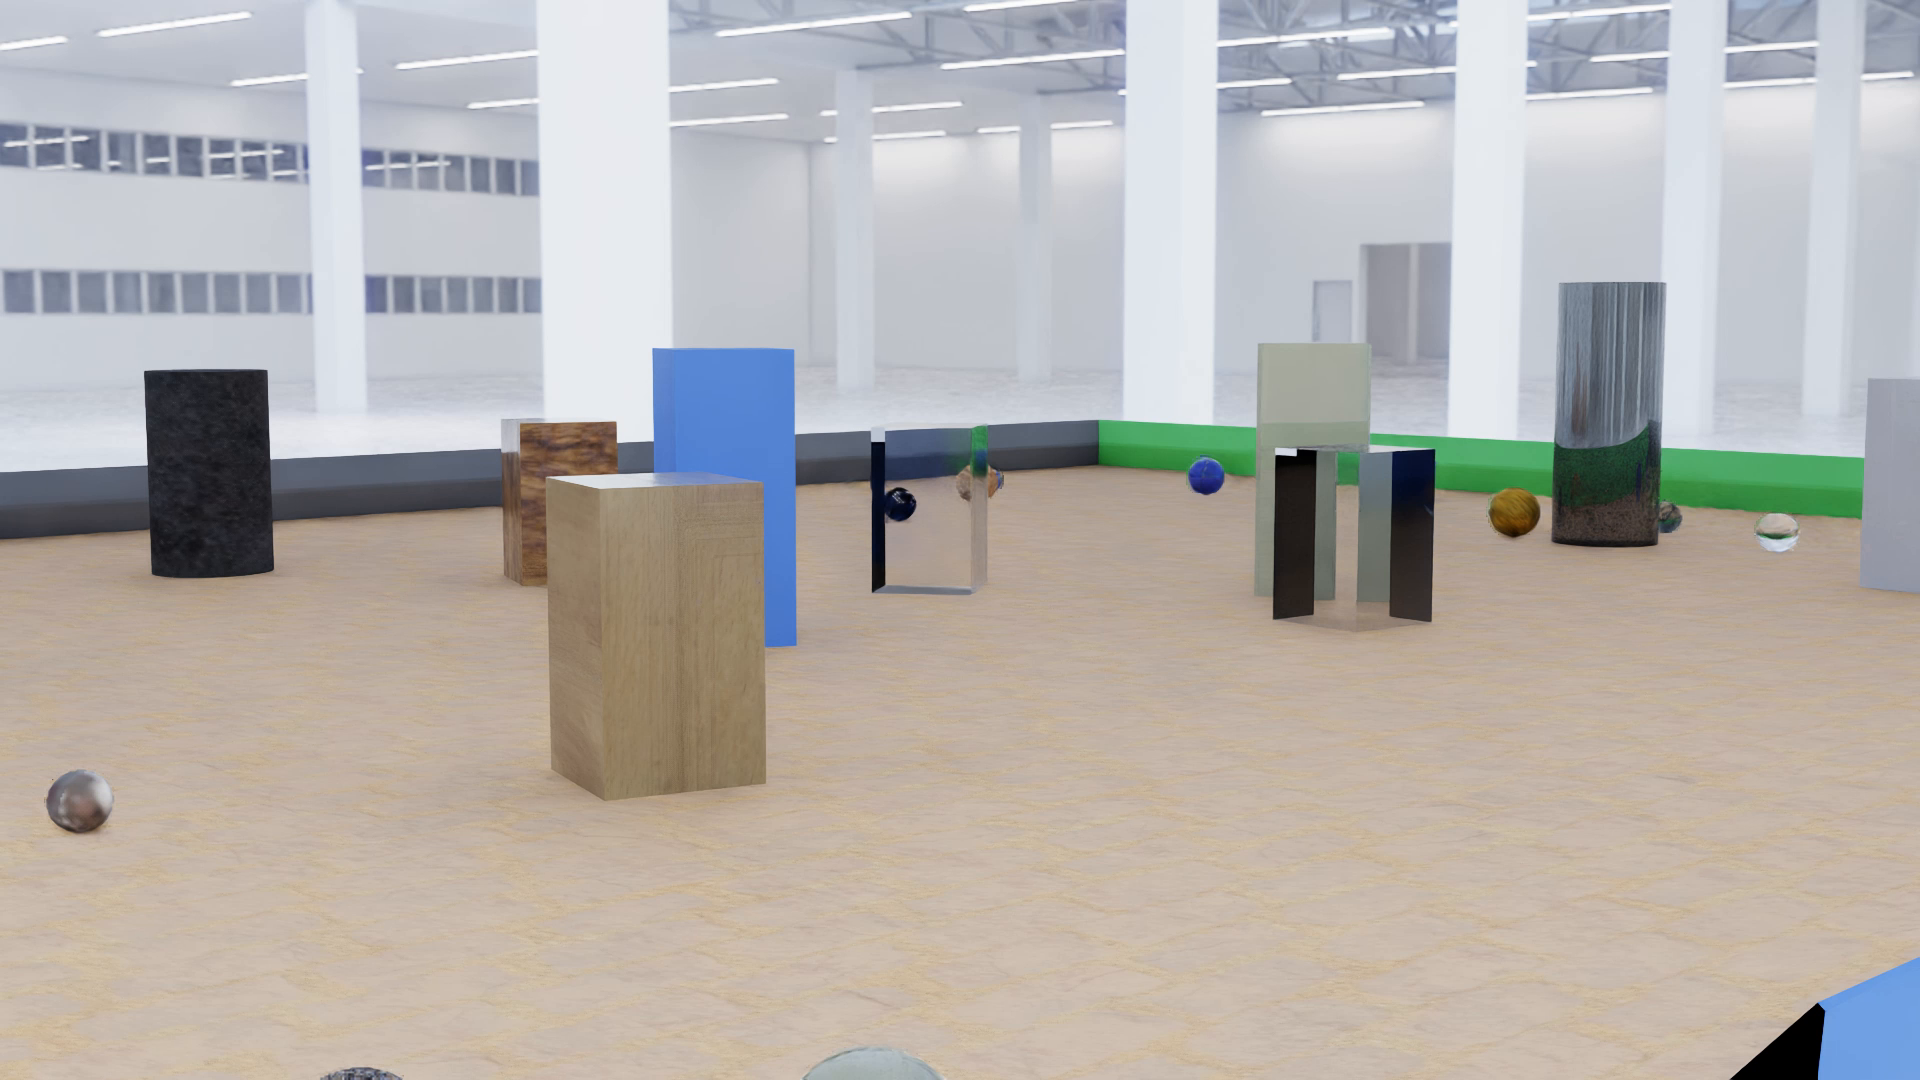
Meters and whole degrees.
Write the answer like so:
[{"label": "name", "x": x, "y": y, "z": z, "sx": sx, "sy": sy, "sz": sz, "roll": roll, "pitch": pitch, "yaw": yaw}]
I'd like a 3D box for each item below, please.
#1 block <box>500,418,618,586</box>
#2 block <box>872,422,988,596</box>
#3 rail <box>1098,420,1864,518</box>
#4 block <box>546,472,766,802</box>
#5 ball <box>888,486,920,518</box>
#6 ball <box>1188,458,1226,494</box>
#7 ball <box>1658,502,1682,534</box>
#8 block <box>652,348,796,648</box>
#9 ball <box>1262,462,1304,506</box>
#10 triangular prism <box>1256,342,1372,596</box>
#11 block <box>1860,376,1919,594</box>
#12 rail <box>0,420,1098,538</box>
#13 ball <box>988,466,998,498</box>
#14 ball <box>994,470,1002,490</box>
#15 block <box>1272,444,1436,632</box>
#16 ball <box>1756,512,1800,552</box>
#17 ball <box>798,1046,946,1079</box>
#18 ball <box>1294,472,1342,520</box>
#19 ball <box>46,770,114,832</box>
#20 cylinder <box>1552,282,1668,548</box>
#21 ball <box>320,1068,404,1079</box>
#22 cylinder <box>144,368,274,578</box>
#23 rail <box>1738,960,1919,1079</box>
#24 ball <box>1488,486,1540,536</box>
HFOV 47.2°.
[{"label": "block", "x": -0.667, "y": -0.068, "z": 3.663, "sx": 0.159, "sy": 0.264, "sz": 0.159, "roll": -2, "pitch": 6, "yaw": -22}, {"label": "block", "x": -0.047, "y": -0.053, "z": 3.533, "sx": 0.159, "sy": 0.263, "sz": 0.159, "roll": 1, "pitch": 6, "yaw": 10}, {"label": "rail", "x": 1.731, "y": -0.132, "z": 4.920, "sx": 0.045, "sy": 0.129, "sz": 3.970, "roll": -5, "pitch": 8, "yaw": -42}, {"label": "block", "x": -0.291, "y": 0.085, "z": 2.097, "sx": 0.159, "sy": 0.286, "sz": 0.159, "roll": -3, "pitch": 7, "yaw": -28}, {"label": "ball", "x": -0.120, "y": -0.082, "z": 4.735, "sx": 0.071, "sy": 0.071, "sz": 0.071, "roll": 0, "pitch": 6, "yaw": 0}, {"label": "ball", "x": 0.599, "y": -0.154, "z": 5.340, "sx": 0.090, "sy": 0.090, "sz": 0.090, "roll": 0, "pitch": 6, "yaw": 0}, {"label": "ball", "x": 1.416, "y": -0.045, "z": 4.416, "sx": 0.064, "sy": 0.064, "sz": 0.064, "roll": 0, "pitch": 6, "yaw": 0}, {"label": "block", "x": -0.319, "y": -0.060, "z": 2.964, "sx": 0.159, "sy": 0.394, "sz": 0.159, "roll": -2, "pitch": 6, "yaw": -18}, {"label": "ball", "x": 0.745, "y": -0.129, "z": 5.056, "sx": 0.099, "sy": 0.099, "sz": 0.099, "roll": 0, "pitch": 6, "yaw": 0}, {"label": "triangular prism", "x": 0.552, "y": -0.116, "z": 3.499, "sx": 0.173, "sy": 0.395, "sz": 0.150, "roll": 0, "pitch": 6, "yaw": 1}, {"label": "block", "x": 1.567, "y": -0.090, "z": 3.525, "sx": 0.159, "sy": 0.338, "sz": 0.159, "roll": -4, "pitch": 7, "yaw": -36}, {"label": "rail", "x": -1.330, "y": -0.116, "z": 4.766, "sx": 4.757, "sy": 0.129, "sz": 0.045, "roll": -5, "pitch": 8, "yaw": -42}, {"label": "ball", "x": 0.045, "y": -0.137, "z": 5.171, "sx": 0.089, "sy": 0.089, "sz": 0.089, "roll": 0, "pitch": 6, "yaw": 0}, {"label": "ball", "x": 0.077, "y": -0.147, "z": 5.437, "sx": 0.055, "sy": 0.055, "sz": 0.055, "roll": 0, "pitch": 6, "yaw": 0}, {"label": "block", "x": 0.565, "y": -0.007, "z": 3.156, "sx": 0.159, "sy": 0.249, "sz": 0.159, "roll": -5, "pitch": 8, "yaw": -38}, {"label": "ball", "x": 1.511, "y": -0.014, "z": 4.061, "sx": 0.075, "sy": 0.075, "sz": 0.075, "roll": 0, "pitch": 6, "yaw": 0}, {"label": "ball", "x": -0.042, "y": 0.290, "z": 1.044, "sx": 0.097, "sy": 0.097, "sz": 0.097, "roll": 0, "pitch": 6, "yaw": 0}, {"label": "ball", "x": 0.766, "y": -0.094, "z": 4.713, "sx": 0.100, "sy": 0.100, "sz": 0.100, "roll": 0, "pitch": 6, "yaw": 0}, {"label": "ball", "x": -0.753, "y": 0.224, "z": 1.883, "sx": 0.054, "sy": 0.054, "sz": 0.054, "roll": 0, "pitch": 6, "yaw": 0}, {"label": "cylinder", "x": 1.246, "y": -0.244, "z": 4.228, "sx": 0.199, "sy": 0.498, "sz": 0.199, "roll": 0, "pitch": 6, "yaw": 0}, {"label": "ball", "x": -0.295, "y": 0.297, "z": 1.076, "sx": 0.075, "sy": 0.075, "sz": 0.075, "roll": 0, "pitch": 6, "yaw": 0}, {"label": "cylinder", "x": -1.283, "y": -0.118, "z": 3.761, "sx": 0.199, "sy": 0.344, "sz": 0.199, "roll": 0, "pitch": 6, "yaw": 0}, {"label": "rail", "x": 1.330, "y": 0.183, "z": 1.898, "sx": 4.757, "sy": 0.129, "sz": 0.045, "roll": -5, "pitch": 8, "yaw": -42}, {"label": "ball", "x": 1.096, "y": -0.055, "z": 4.347, "sx": 0.099, "sy": 0.099, "sz": 0.099, "roll": 0, "pitch": 6, "yaw": 0}]
